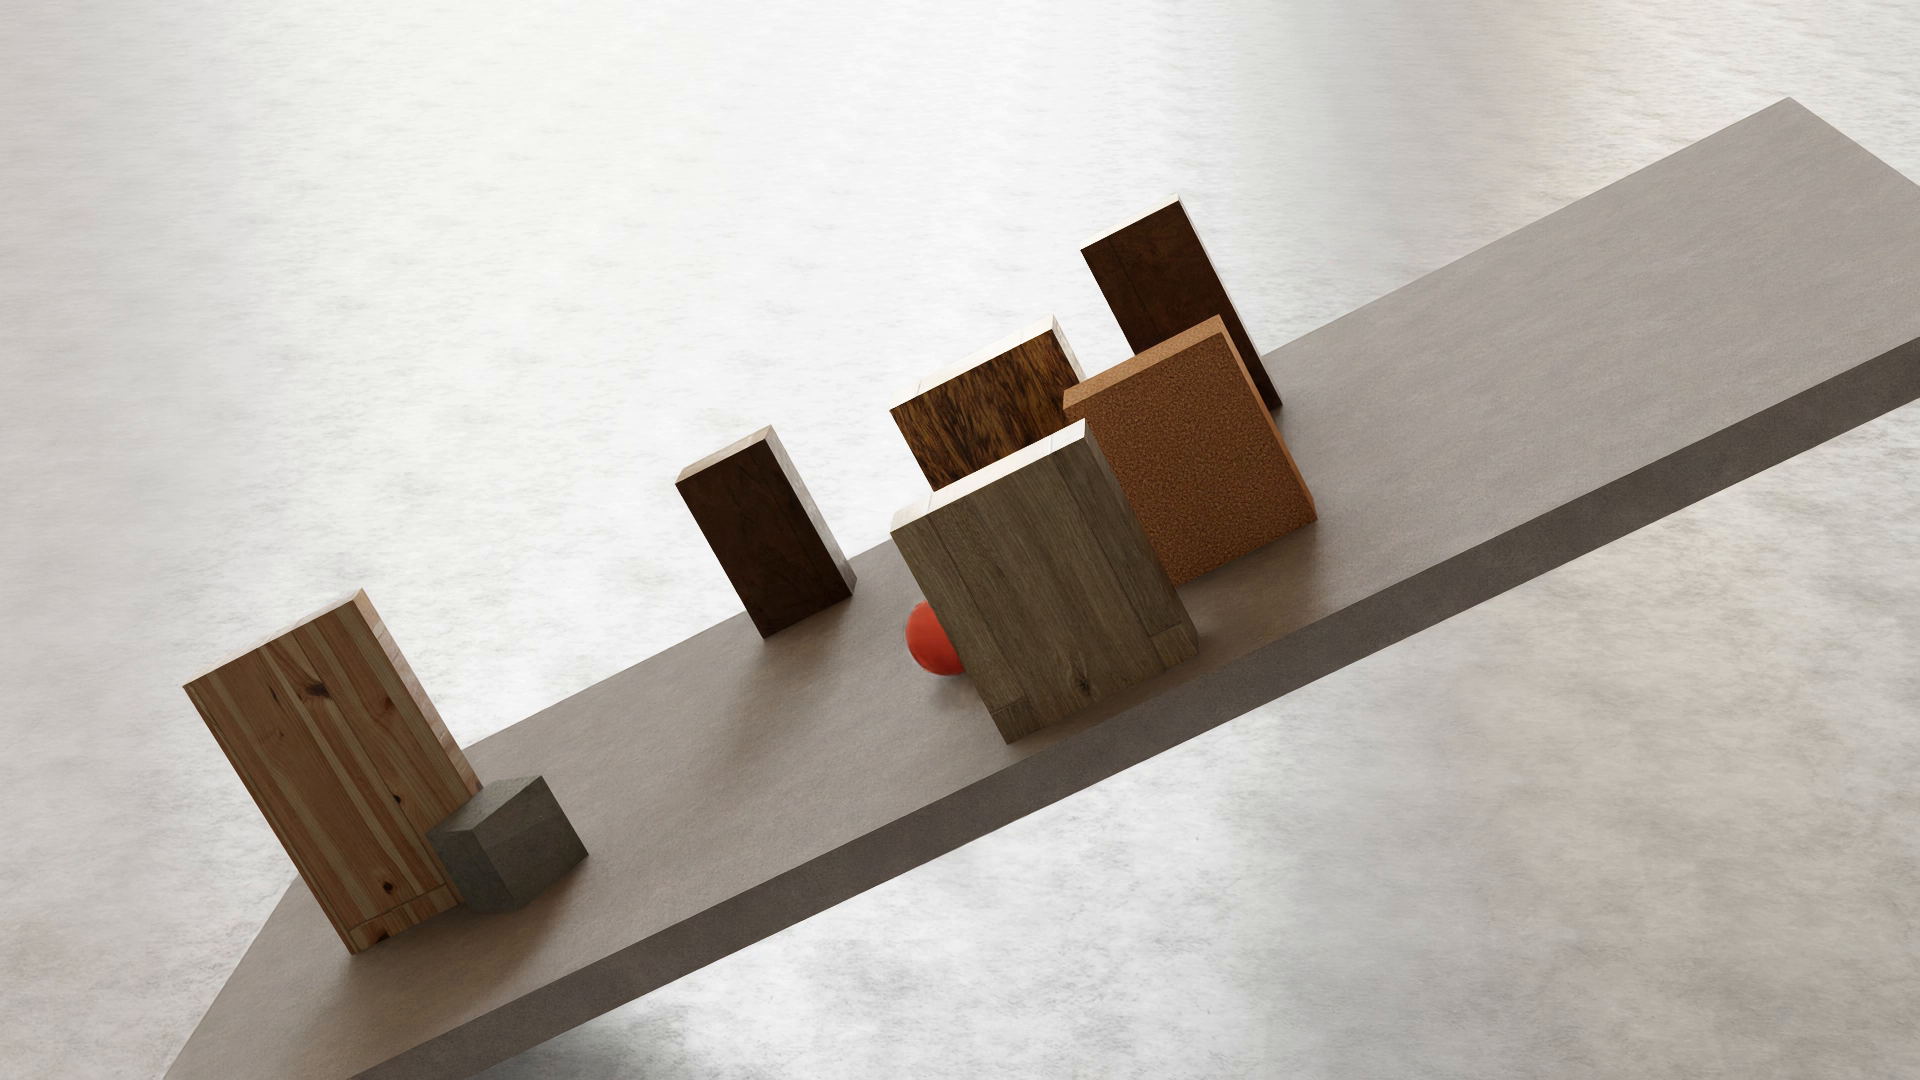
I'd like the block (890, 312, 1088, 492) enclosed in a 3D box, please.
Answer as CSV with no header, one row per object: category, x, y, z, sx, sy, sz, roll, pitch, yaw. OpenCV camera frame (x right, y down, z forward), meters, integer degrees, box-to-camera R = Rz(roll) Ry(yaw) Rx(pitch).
block,0.134,-0.184,6.358,0.390,0.468,0.150,-26,14,10

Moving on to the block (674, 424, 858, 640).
block,-0.459,-0.020,7.005,0.244,0.432,0.133,-26,14,10

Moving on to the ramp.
ramp,0.140,0.167,6.281,4.000,0.100,2.000,-26,14,10

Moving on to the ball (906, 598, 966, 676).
ball,-0.025,0.190,5.960,0.169,0.169,0.169,0,17,0

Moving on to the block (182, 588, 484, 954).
block,-1.277,0.495,6.229,0.422,0.688,0.081,-26,14,10

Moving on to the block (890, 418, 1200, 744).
block,0.157,0.078,5.394,0.394,0.460,0.129,-26,14,10

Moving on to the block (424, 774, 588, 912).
block,-0.941,0.632,6.110,0.199,0.199,0.199,-39,17,-36

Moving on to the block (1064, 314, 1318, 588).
block,0.452,-0.168,5.776,0.340,0.422,0.149,-26,14,10

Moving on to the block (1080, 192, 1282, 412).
block,0.498,-0.487,6.614,0.245,0.523,0.090,-26,14,10
